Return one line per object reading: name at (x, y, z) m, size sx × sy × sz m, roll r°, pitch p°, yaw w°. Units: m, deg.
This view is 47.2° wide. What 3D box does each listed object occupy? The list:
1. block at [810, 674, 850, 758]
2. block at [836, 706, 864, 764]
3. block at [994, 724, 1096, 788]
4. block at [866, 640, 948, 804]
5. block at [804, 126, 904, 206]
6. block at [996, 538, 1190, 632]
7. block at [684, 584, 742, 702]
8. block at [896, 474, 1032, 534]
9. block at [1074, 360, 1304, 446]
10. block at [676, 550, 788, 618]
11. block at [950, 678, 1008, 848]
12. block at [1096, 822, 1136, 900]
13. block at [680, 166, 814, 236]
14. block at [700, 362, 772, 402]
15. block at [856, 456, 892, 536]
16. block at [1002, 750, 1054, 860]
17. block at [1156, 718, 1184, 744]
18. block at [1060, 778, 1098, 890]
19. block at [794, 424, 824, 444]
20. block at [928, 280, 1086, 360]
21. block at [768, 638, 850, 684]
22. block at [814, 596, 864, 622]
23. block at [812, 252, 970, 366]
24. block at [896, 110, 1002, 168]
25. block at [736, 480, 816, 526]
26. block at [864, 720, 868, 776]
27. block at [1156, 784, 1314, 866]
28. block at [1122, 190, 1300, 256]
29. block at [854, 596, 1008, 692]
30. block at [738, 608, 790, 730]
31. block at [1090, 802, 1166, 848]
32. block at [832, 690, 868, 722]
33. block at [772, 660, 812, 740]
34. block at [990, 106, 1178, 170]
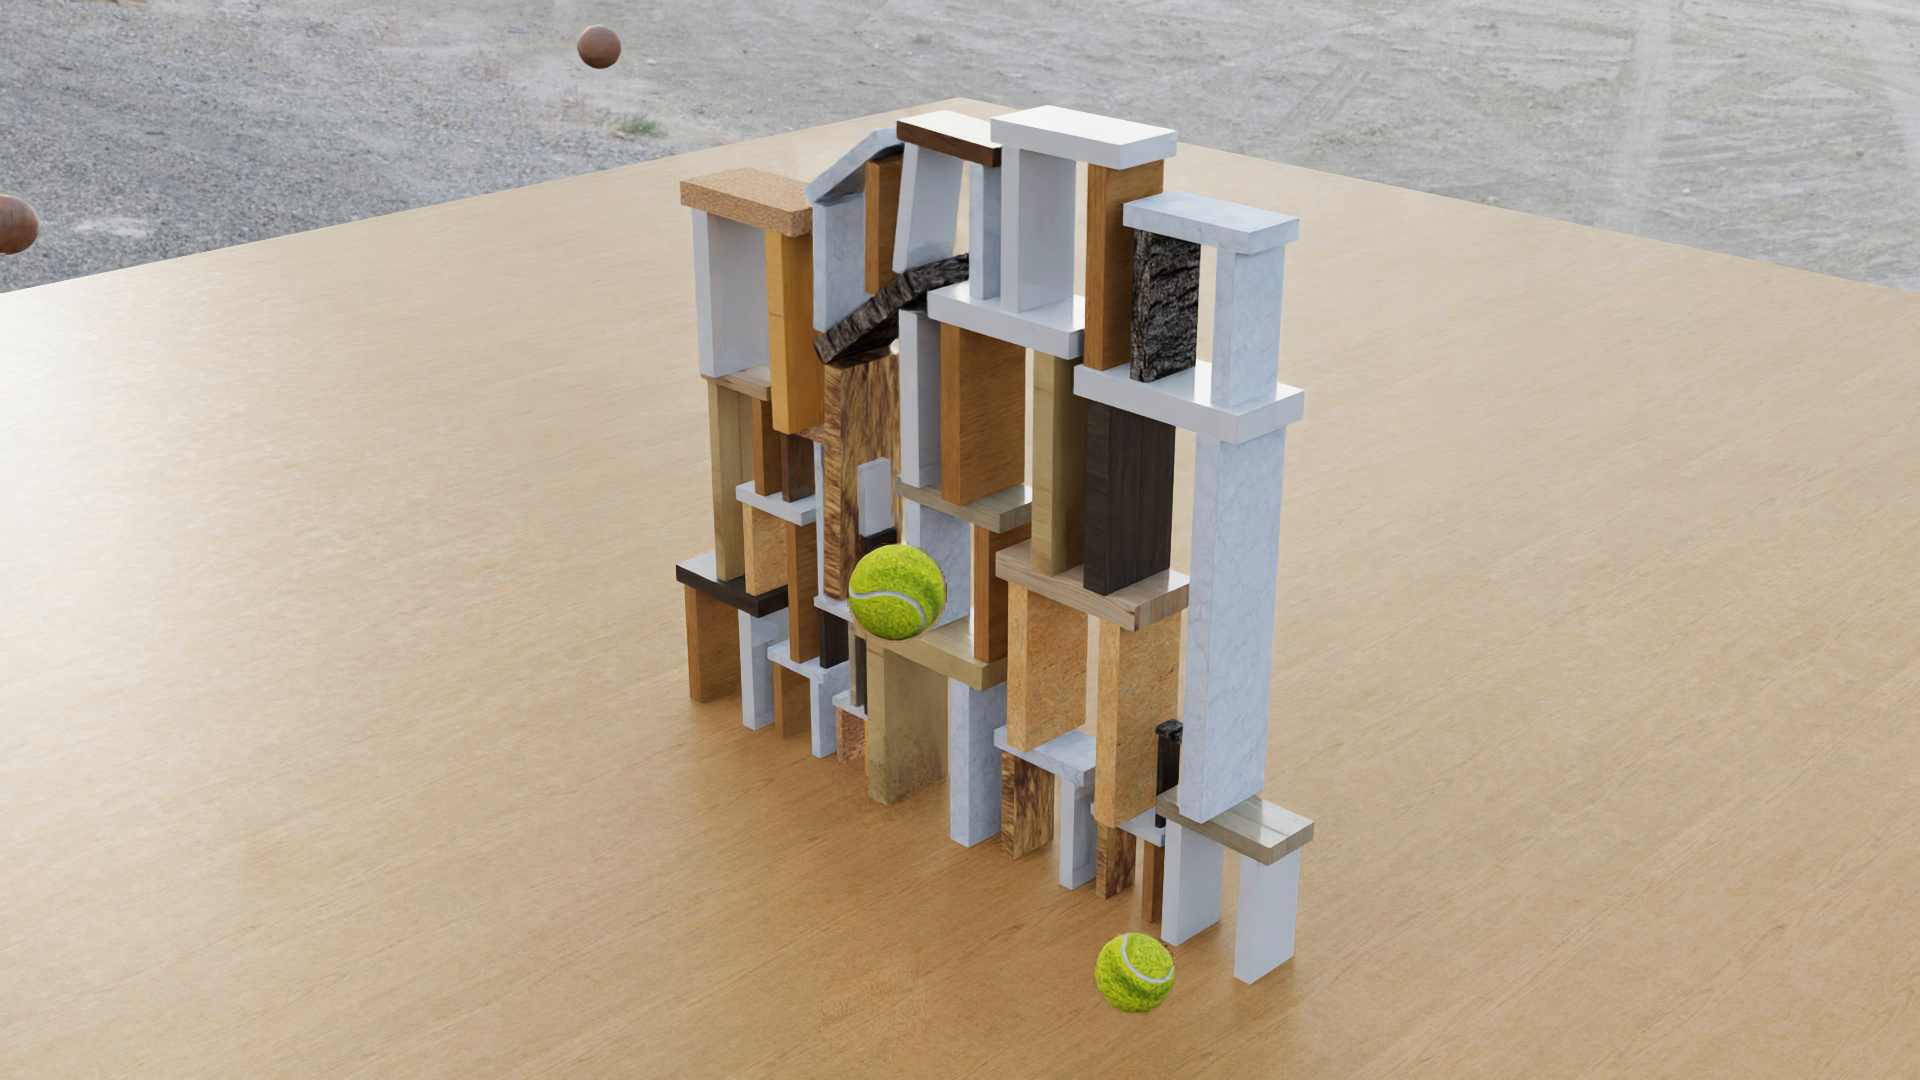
block at (-0.274, 0.365, 4.670) m, size 0.025 × 0.180 × 0.090 m, roll 21°, pitch 31°, yaw 41°
block at (-0.230, 0.402, 4.647) m, size 0.018 × 0.131 × 0.065 m, roll 21°, pitch 31°, yaw 41°
block at (0.188, 0.396, 4.190) m, size 0.116 × 0.033 × 0.232 m, roll -21°, pitch 31°, yaw -41°
block at (-0.106, 0.345, 4.491) m, size 0.050 × 0.356 × 0.178 m, roll 21°, pitch 31°, yaw 41°
block at (-0.174, -0.706, 4.116) m, size 0.125 × 0.035 × 0.250 m, roll -21°, pitch -4°, yaw -40°
block at (0.245, 0.068, 3.993) m, size 0.169 × 0.048 × 0.338 m, roll -21°, pitch 31°, yaw -40°
block at (-0.542, 0.211, 4.908) m, size 0.039 × 0.278 × 0.139 m, roll 21°, pitch 31°, yaw 41°
block at (0.023, -0.087, 4.166) m, size 0.276 × 0.039 × 0.138 m, roll 21°, pitch 31°, yaw 41°
block at (0.383, -0.249, 3.708) m, size 0.355 × 0.050 × 0.177 m, roll 21°, pitch 31°, yaw 41°
block at (-0.476, 0.090, 4.785) m, size 0.278 × 0.039 × 0.139 m, roll 21°, pitch 31°, yaw 41°
block at (0.062, 0.411, 4.337) m, size 0.050 × 0.356 × 0.178 m, roll 21°, pitch 31°, yaw 41°
block at (0.296, 0.587, 4.158) m, size 0.085 × 0.171 × 0.024 m, roll -21°, pitch 31°, yaw -41°
block at (-0.379, -0.672, 4.350) m, size 0.173 × 0.049 × 0.346 m, roll -21°, pitch 31°, yaw -40°
block at (-0.429, -0.338, 4.552) m, size 0.213 × 0.030 × 0.107 m, roll 21°, pitch 31°, yaw 41°
block at (-0.170, -0.085, 4.362) m, size 0.021 × 0.145 × 0.072 m, roll 20°, pitch 30°, yaw 40°
block at (0.133, 0.497, 4.292) m, size 0.033 × 0.232 × 0.116 m, roll 21°, pitch 31°, yaw 41°
block at (0.401, 0.348, 3.941) m, size 0.047 × 0.013 × 0.094 m, roll -21°, pitch 31°, yaw -40°
block at (0.243, 0.540, 4.191) m, size 0.033 × 0.232 × 0.116 m, roll 21°, pitch 31°, yaw 41°
block at (-0.294, -0.231, 4.451) m, size 0.079 × 0.022 × 0.158 m, roll -21°, pitch 31°, yaw -40°
block at (0.125, -0.401, 3.911) m, size 0.172 × 0.049 × 0.345 m, roll -21°, pitch 31°, yaw -41°
block at (-0.316, 0.254, 4.669) m, size 0.180 × 0.025 × 0.090 m, roll 21°, pitch 31°, yaw 41°
block at (-0.231, 0.137, 4.540) m, size 0.136 × 0.019 × 0.068 m, roll 21°, pitch 31°, yaw 41°
block at (-0.118, -0.438, 4.170) m, size 0.170 × 0.048 × 0.340 m, roll -21°, pitch -6°, yaw -41°
block at (0.015, -0.714, 3.906) m, size 0.122 × 0.035 × 0.244 m, roll -21°, pitch 33°, yaw -40°
block at (-0.360, -0.085, 4.577) m, size 0.104 × 0.029 × 0.208 m, roll -21°, pitch 31°, yaw -41°
block at (-0.168, 0.426, 4.589) m, size 0.065 × 0.130 × 0.018 m, roll -21°, pitch 31°, yaw -41°
block at (0.486, 0.493, 3.904) m, size 0.127 × 0.036 × 0.254 m, roll -21°, pitch 31°, yaw -41°
block at (0.405, -0.516, 3.561) m, size 0.259 × 0.037 × 0.130 m, roll 21°, pitch 31°, yaw 41°
block at (-0.022, 0.191, 4.334) m, size 0.356 × 0.050 × 0.178 m, roll 21°, pitch 31°, yaw 41°
block at (-0.411, 0.262, 4.787) m, size 0.039 × 0.278 × 0.139 m, roll 21°, pitch 31°, yaw 41°
block at (0.335, 0.513, 4.082) m, size 0.086 × 0.024 × 0.171 m, roll -21°, pitch 31°, yaw -40°
block at (-0.198, 0.345, 4.589) m, size 0.065 × 0.018 × 0.130 m, roll -21°, pitch 31°, yaw -40°
block at (-0.359, 0.332, 4.748) m, size 0.025 × 0.180 × 0.090 m, roll 21°, pitch 31°, yaw 41°
block at (0.207, -0.680, 3.708) m, size 0.292 × 0.041 × 0.146 m, roll 21°, pitch 31°, yaw 40°
